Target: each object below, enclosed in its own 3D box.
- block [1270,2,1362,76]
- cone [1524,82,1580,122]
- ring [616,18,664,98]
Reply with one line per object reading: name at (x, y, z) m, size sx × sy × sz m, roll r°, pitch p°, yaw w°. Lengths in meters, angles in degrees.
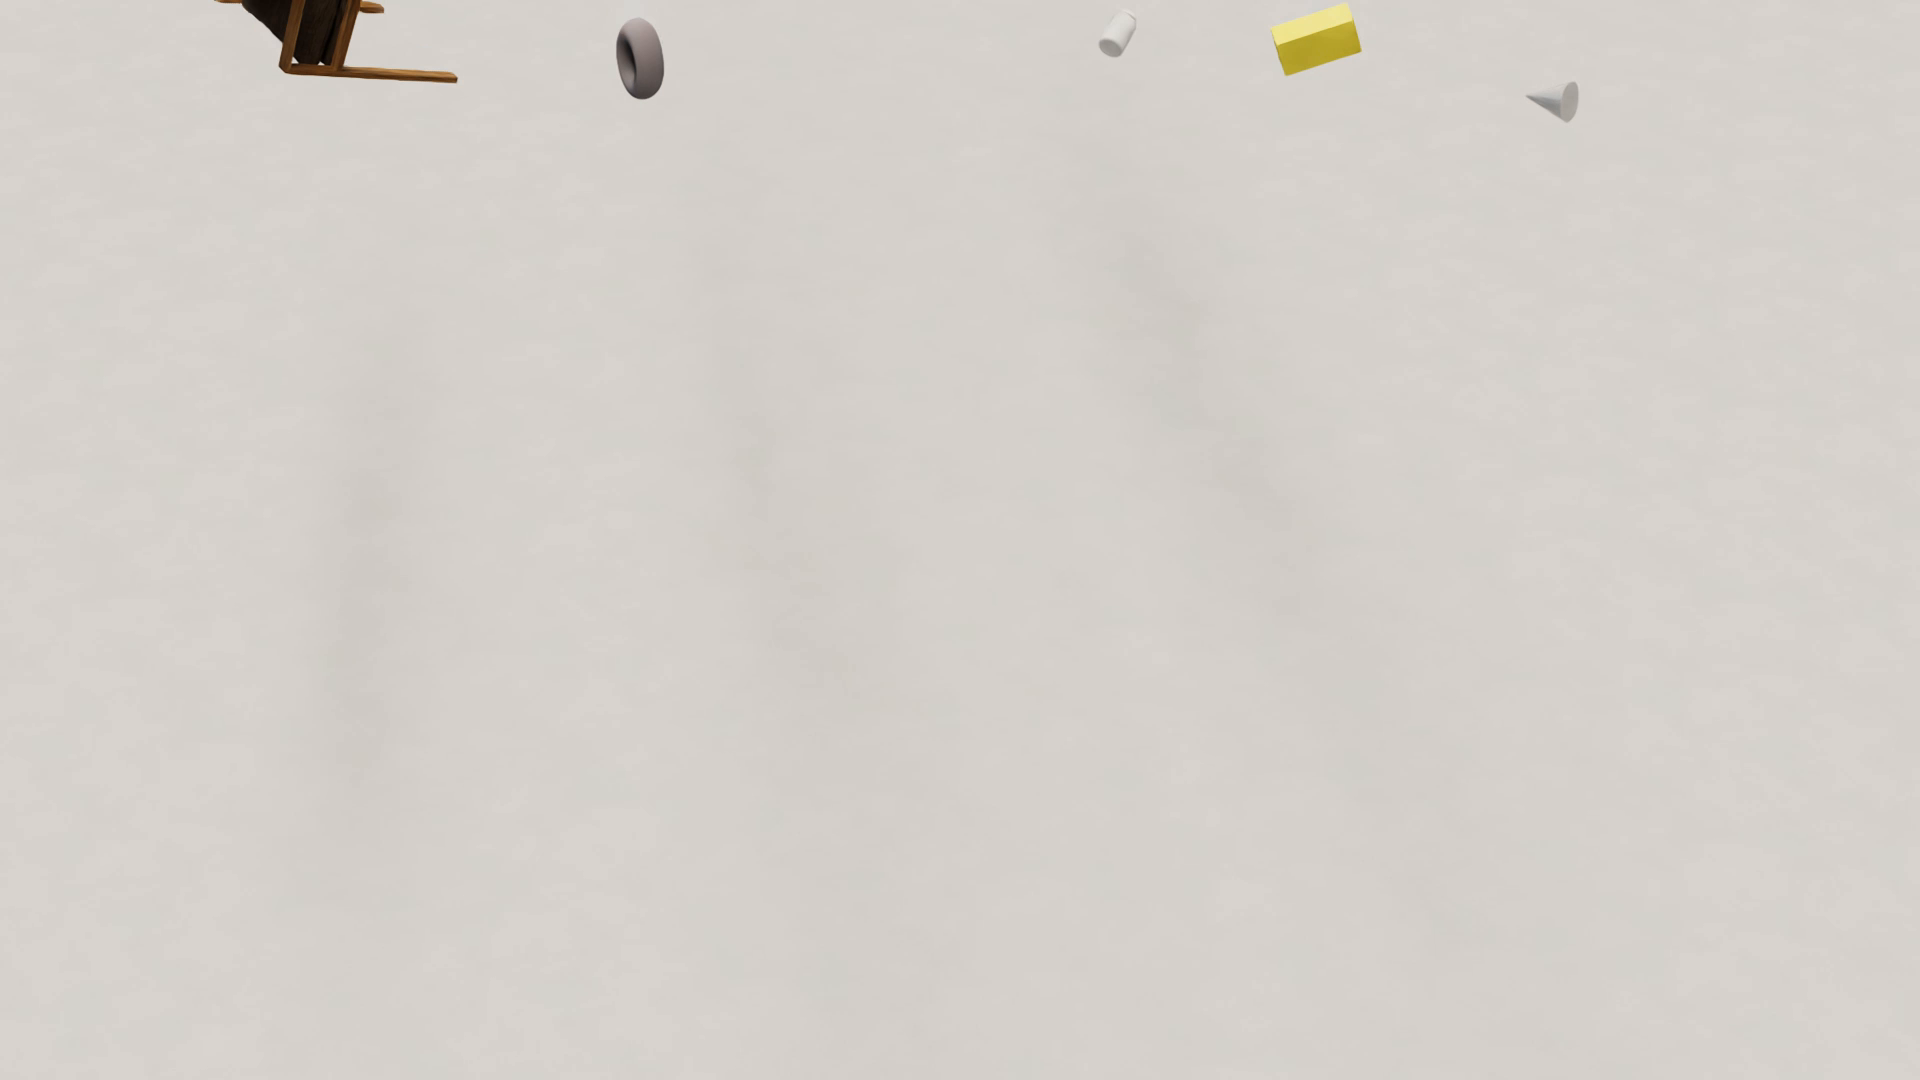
block at (0.972, -1.366, 8.001) m, size 0.216 × 0.107 × 0.090 m, roll -17°, pitch 42°, yaw 7°
cone at (1.889, -1.422, 9.444) m, size 0.158 × 0.133 × 0.168 m, roll 14°, pitch 10°, yaw 29°
ring at (-0.867, -1.303, 7.945) m, size 0.115 × 0.223 × 0.095 m, roll 18°, pitch 33°, yaw 42°
